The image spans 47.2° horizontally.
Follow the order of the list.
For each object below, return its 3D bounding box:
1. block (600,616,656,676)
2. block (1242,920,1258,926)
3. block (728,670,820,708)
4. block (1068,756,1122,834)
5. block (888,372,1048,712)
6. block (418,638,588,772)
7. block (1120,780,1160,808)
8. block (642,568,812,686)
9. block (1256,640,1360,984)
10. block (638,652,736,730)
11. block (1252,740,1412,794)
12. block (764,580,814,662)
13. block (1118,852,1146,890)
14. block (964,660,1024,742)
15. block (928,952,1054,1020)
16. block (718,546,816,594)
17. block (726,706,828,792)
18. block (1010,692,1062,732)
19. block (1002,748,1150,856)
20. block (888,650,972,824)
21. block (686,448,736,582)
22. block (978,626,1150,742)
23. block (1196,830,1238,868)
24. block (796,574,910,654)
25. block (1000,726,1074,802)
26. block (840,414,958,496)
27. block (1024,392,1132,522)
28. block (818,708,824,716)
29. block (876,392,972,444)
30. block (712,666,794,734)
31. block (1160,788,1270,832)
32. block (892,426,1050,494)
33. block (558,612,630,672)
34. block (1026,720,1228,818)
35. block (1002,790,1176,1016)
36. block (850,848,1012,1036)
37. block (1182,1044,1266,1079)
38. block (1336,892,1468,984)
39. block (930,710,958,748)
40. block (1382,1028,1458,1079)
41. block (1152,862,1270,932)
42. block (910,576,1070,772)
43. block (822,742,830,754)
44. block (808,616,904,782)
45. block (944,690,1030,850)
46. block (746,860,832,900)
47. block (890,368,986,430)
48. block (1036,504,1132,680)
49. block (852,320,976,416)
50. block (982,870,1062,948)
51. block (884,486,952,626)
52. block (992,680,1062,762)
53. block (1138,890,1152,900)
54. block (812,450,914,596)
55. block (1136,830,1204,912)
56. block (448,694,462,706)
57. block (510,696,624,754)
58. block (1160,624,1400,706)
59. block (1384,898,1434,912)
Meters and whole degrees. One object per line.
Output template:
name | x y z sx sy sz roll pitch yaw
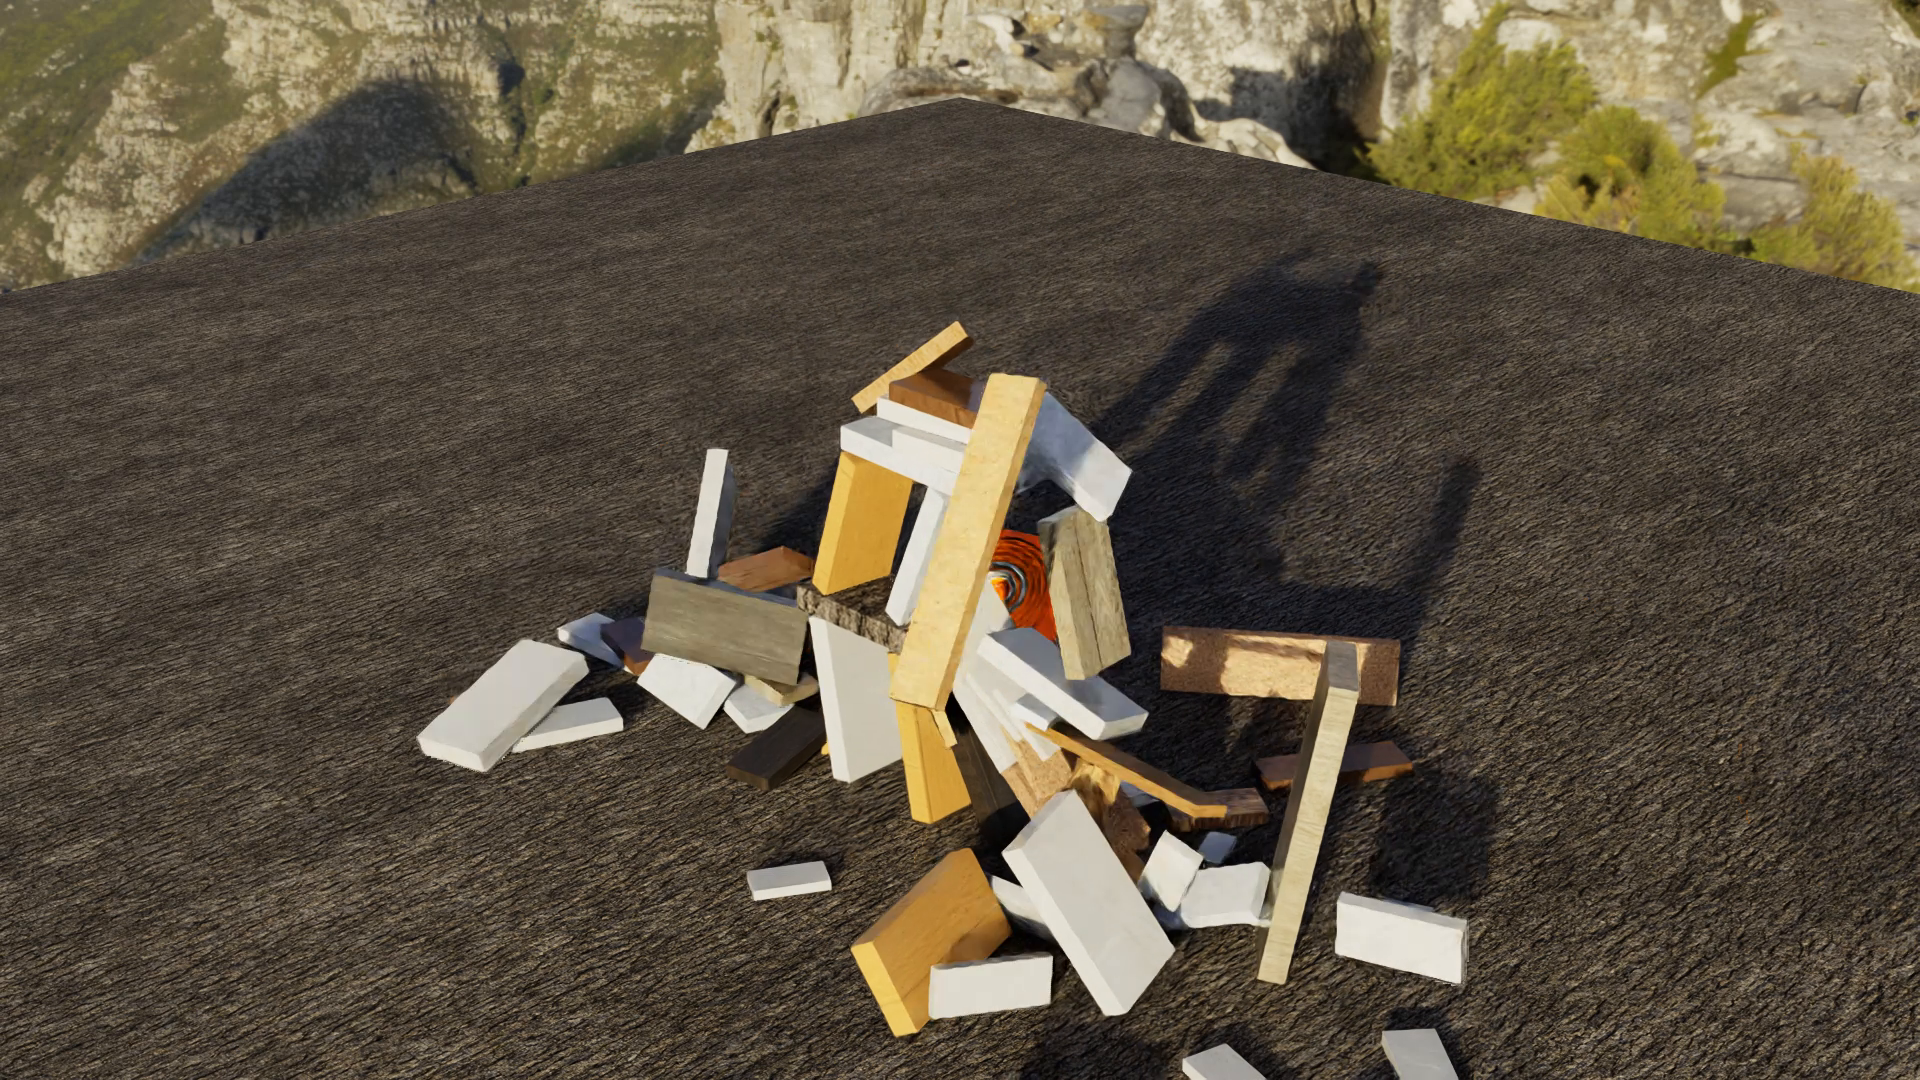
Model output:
block | -0.735 0.242 5.066 0.115 0.033 0.230 -12 26 -26
block | 0.520 0.692 4.109 0.111 0.016 0.055 7 24 16
block | -0.428 0.293 4.886 0.221 0.031 0.111 30 33 35
block | 0.235 0.466 3.971 0.082 0.164 0.023 11 32 -5
block | 0.012 -0.001 3.571 0.099 0.563 0.028 10 -12 39
block | -0.983 0.352 4.743 0.176 0.050 0.353 12 41 30
block | 0.318 0.502 4.503 0.099 0.028 0.198 -15 19 -32
block | -0.509 0.190 4.817 0.353 0.176 0.050 13 17 5
block | 0.606 0.480 3.856 0.050 0.600 0.176 11 25 3
block | -0.608 0.316 4.871 0.247 0.124 0.035 27 -9 47
block | 0.778 0.475 4.604 0.319 0.028 0.100 -6 24 -14
block | -0.389 0.173 5.033 0.141 0.040 0.282 -40 38 -7
block | 0.259 0.583 4.071 0.100 0.028 0.201 -18 39 -27
block | 0.087 0.295 4.125 0.079 0.022 0.158 -34 82 -37
block | 0.054 0.767 3.795 0.224 0.088 0.025 -2 12 -26
block | -0.393 0.062 4.515 0.201 0.028 0.100 -17 -30 42
block | -0.374 0.438 4.633 0.115 0.033 0.230 16 38 33
block | 0.154 0.306 4.037 0.074 0.021 0.149 30 20 15
block | 0.203 0.473 4.156 0.172 0.049 0.344 -12 37 -20
block | -0.039 0.371 4.427 0.178 0.356 0.050 -21 20 -41
block | -0.605 -0.013 5.338 0.050 0.176 0.388 3 55 3
block | 0.191 0.265 4.089 0.302 0.043 0.151 36 23 29
block | 0.499 0.607 4.309 0.055 0.016 0.111 10 25 22
block | -0.145 0.140 4.445 0.356 0.050 0.178 21 31 40
block | 0.150 0.405 4.118 0.082 0.023 0.164 -14 65 -31
block | -0.059 -0.171 4.221 0.166 0.047 0.332 -21 32 -39
block | 0.197 -0.161 4.032 0.036 0.252 0.126 -32 22 45
block | -0.219 0.386 4.731 0.082 0.023 0.164 -21 31 -41
block | -0.005 -0.239 4.159 0.282 0.040 0.141 18 29 36
block | -0.476 0.337 4.865 0.124 0.035 0.247 -12 34 -32
block | 0.514 0.544 4.442 0.198 0.028 0.099 -4 23 -9
block | 0.038 -0.168 4.108 0.301 0.043 0.151 20 30 35
block | -0.720 0.271 5.079 0.513 0.033 0.115 19 30 38
block | 0.286 0.397 3.887 0.074 0.021 0.477 6 11 -37
block | 0.226 0.630 3.821 0.050 0.352 0.176 -20 16 46
block | -0.045 0.704 3.876 0.050 0.176 0.352 -21 8 35
block | 0.453 0.896 3.616 0.088 0.025 0.175 -13 26 -27
block | 0.757 0.683 3.776 0.221 0.110 0.031 10 29 27
block | -0.049 0.308 4.152 0.022 0.157 0.079 -24 33 -4
block | 0.769 0.879 3.656 0.091 0.026 0.182 -2 23 -4
block | 0.456 0.652 4.018 0.217 0.031 0.108 -14 38 37
block | 0.064 0.255 4.206 0.172 0.344 0.049 -25 -11 -33
block | -0.227 0.393 4.791 0.124 0.035 0.247 1 23 3
block | -0.205 0.305 4.581 0.178 0.356 0.050 -21 21 -41
block | 0.059 0.362 4.306 0.172 0.456 0.049 -25 9 -32
block | -0.327 0.650 4.201 0.148 0.021 0.074 -6 24 -14
block | -0.001 -0.263 4.119 0.126 0.036 0.252 -21 31 -40
block | 0.230 0.091 4.063 0.043 0.301 0.151 -1 16 41
block | -0.089 -0.331 4.273 0.252 0.036 0.126 -36 -5 6
block | 0.133 0.682 4.012 0.217 0.108 0.031 17 56 35
block | -0.028 0.011 4.270 0.166 0.332 0.047 -20 54 -38
block | 0.139 0.327 4.105 0.079 0.022 0.157 -31 81 -37
block | 0.278 0.632 4.135 0.100 0.028 0.201 -13 19 -22
block | -0.188 -0.050 4.408 0.166 0.332 0.047 -18 48 -36
block | 0.372 0.590 3.907 0.082 0.164 0.023 34 52 14
block | -1.016 0.347 4.903 0.111 0.031 0.221 17 29 35
block | -0.867 0.400 4.777 0.244 0.031 0.111 -10 25 -23
block | 0.713 0.280 4.916 0.522 0.141 0.040 3 15 8
block | 0.803 0.721 4.029 0.091 0.026 0.182 9 25 20
